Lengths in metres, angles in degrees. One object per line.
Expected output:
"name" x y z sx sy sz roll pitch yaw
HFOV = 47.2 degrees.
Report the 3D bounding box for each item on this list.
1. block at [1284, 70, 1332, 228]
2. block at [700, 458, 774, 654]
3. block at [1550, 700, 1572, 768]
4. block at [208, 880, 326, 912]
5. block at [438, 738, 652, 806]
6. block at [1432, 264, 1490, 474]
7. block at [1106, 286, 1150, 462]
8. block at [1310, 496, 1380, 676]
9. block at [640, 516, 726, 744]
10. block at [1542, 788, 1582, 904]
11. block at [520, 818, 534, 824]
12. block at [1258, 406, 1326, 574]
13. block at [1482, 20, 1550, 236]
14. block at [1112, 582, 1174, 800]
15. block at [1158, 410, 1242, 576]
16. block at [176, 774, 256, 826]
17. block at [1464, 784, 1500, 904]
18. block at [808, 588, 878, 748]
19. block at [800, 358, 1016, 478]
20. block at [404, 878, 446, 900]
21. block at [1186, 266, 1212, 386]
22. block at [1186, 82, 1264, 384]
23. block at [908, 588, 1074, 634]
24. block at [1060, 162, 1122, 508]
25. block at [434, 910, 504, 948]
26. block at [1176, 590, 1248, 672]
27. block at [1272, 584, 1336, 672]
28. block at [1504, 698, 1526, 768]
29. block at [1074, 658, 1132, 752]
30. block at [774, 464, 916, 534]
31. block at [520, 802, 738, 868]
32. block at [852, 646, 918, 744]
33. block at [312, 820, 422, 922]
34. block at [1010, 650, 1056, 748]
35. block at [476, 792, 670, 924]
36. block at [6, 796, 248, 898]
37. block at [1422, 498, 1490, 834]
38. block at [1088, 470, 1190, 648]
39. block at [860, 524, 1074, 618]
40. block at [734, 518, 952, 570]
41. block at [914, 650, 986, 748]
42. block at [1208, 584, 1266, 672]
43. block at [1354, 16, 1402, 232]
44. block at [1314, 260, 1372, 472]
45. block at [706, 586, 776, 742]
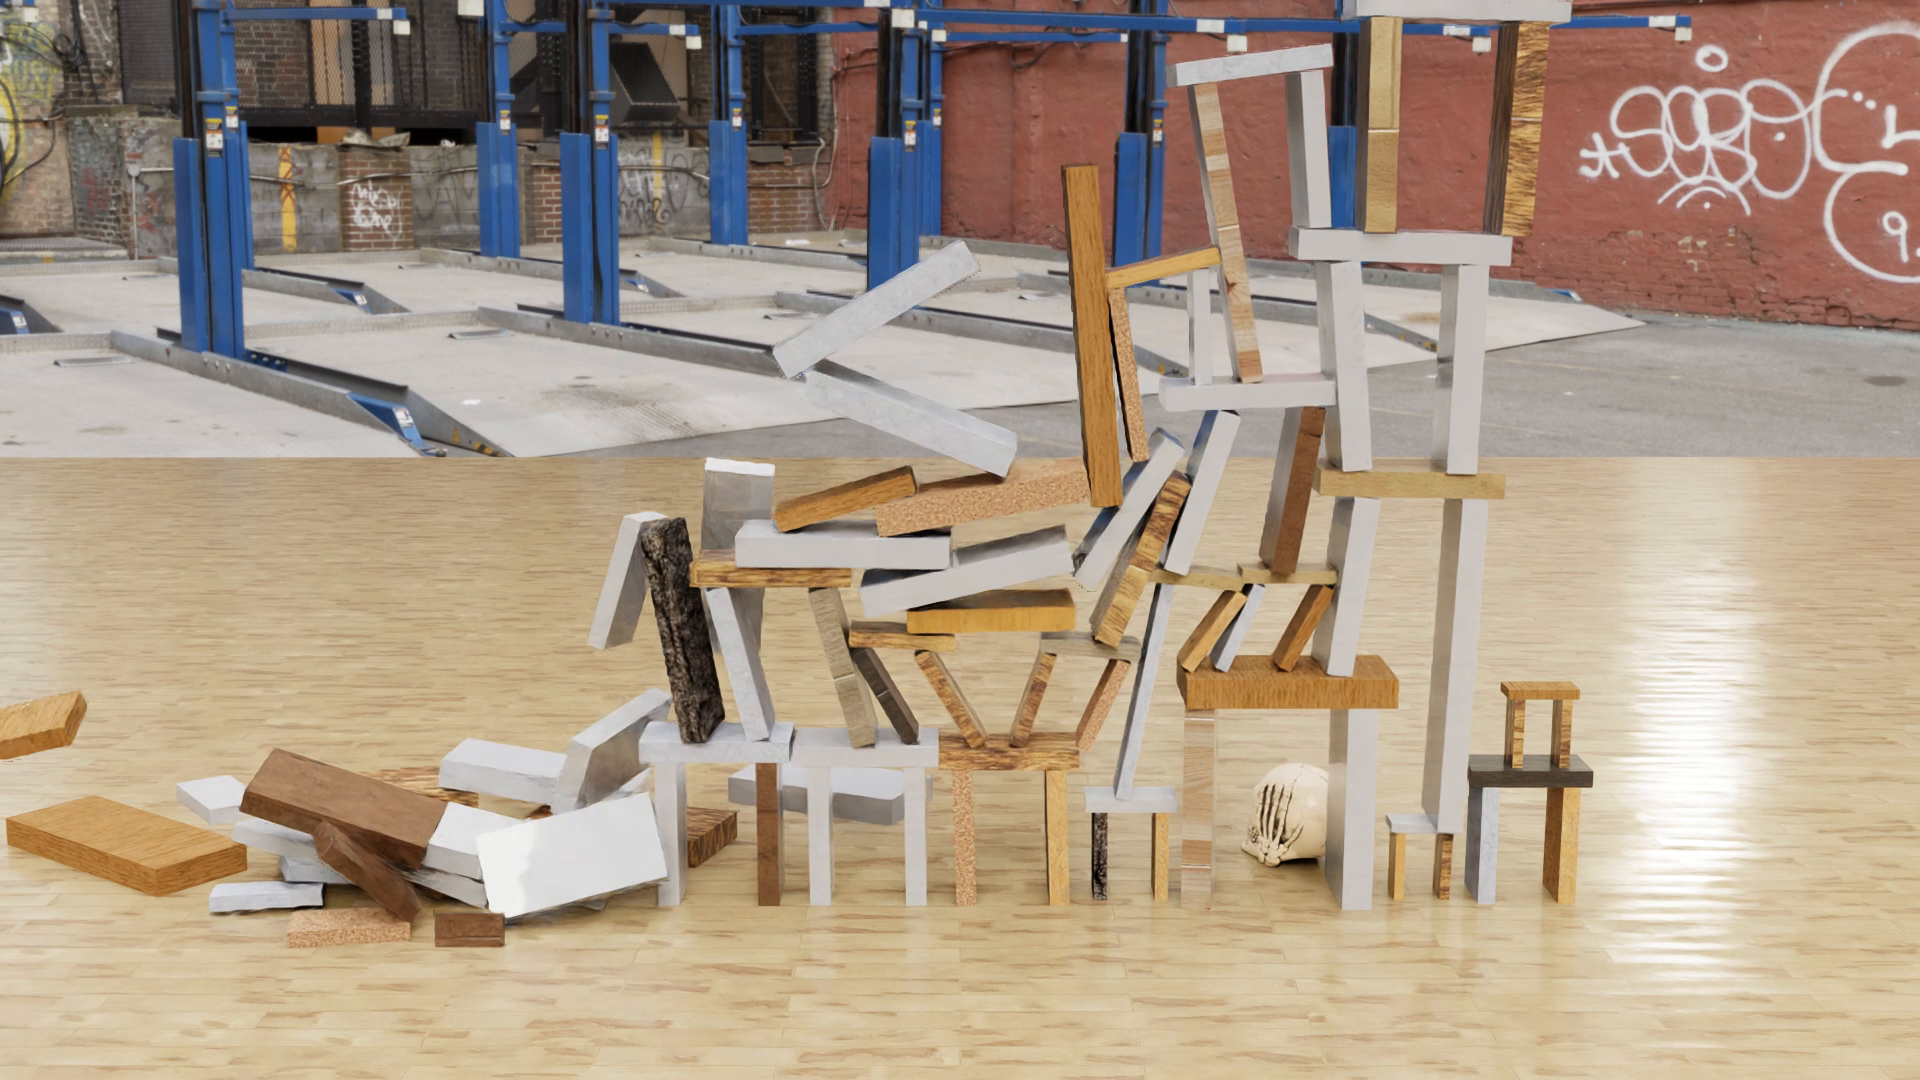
"block" 0.547 -0.615 3.459 0.034 0.241 0.121 -6 11 -3
"block" -0.384 0.036 3.729 0.112 0.400 0.032 6 38 -3
"block" 0.989 0.311 3.617 0.016 0.115 0.058 0 11 0
"block" -1.136 0.583 3.612 0.176 0.025 0.088 -2 4 -12
"block" -0.746 0.429 3.975 0.348 0.049 0.174 9 8 1
"block" 0.798 -0.279 3.511 0.046 0.327 0.163 2 10 3
"block" 0.265 -0.267 3.508 0.026 0.275 0.091 -9 10 1
"block" 0.627 0.063 3.581 0.041 0.291 0.145 7 10 -3
"block" -0.451 0.145 3.587 0.040 0.345 0.142 -9 9 9
"block" 0.999 0.492 3.652 0.028 0.198 0.099 0 11 0
"block" -0.685 0.497 3.649 0.105 0.015 0.053 22 20 14
"block" 0.535 -0.090 3.551 0.038 0.267 0.134 9 10 -3
"block" 0.867 -0.641 3.436 0.046 0.322 0.161 3 10 2
"block" 0.300 0.241 3.605 0.021 0.366 0.076 11 10 -2
"block" 0.383 -0.085 3.546 0.038 0.267 0.134 18 10 -3
"block" -1.393 0.488 4.139 0.103 0.029 0.205 -8 13 -35
"block" 0.867 0.492 3.652 0.028 0.198 0.099 0 11 0
"block" -0.190 0.195 3.594 0.036 0.266 0.128 -15 10 3
"block" -0.078 -0.198 3.529 0.344 0.049 0.172 21 11 -3
"block" -0.925 0.537 3.678 0.176 0.025 0.088 28 14 3
"block" 0.381 -0.343 3.501 0.026 0.182 0.091 -3 10 0
"block" 0.418 -0.485 3.473 0.034 0.468 0.121 -10 10 2
"block" 0.049 0.116 3.589 0.268 0.038 0.134 -1 12 -1
"block" 0.209 -0.329 3.502 0.049 0.531 0.172 -5 11 1
"block" -0.765 0.607 3.431 0.105 0.053 0.015 0 7 -1
"block" 0.410 0.142 3.589 0.021 0.151 0.076 35 8 -7
"block" 0.560 0.137 3.592 0.021 0.151 0.076 27 9 -6
"block" 0.912 0.311 3.617 0.016 0.115 0.058 0 11 0
"block" 0.233 0.262 3.605 0.023 0.161 0.081 24 9 -4
"block" -0.183 -0.067 3.541 0.225 0.032 0.113 -16 10 2
"block" -0.593 0.517 3.928 0.347 0.049 0.174 4 11 18
"block" -0.122 0.246 3.602 0.024 0.172 0.086 -30 9 5
"block" -0.931 0.521 3.453 0.186 0.026 0.093 45 -2 -29
"block" 0.120 0.253 3.604 0.023 0.161 0.081 19 10 -3
"block" -0.622 0.511 3.534 0.284 0.142 0.040 -14 -17 -6
"block" -1.462 0.531 3.849 0.459 0.049 0.174 8 13 36
"block" 0.808 0.193 3.598 0.041 0.550 0.145 2 10 1
"block" 0.290 0.024 3.570 0.038 0.288 0.134 23 9 -5
"block" 0.011 0.049 3.562 0.339 0.048 0.170 -13 9 3
"block" -0.184 0.006 3.553 0.339 0.048 0.170 1 10 1
"block" -0.016 0.251 3.603 0.024 0.179 0.086 -31 9 6
"block" 0.453 0.136 3.590 0.021 0.151 0.076 23 9 -6
"block" 0.651 -0.646 3.431 0.046 0.322 0.161 0 10 4
"block" 0.612 -0.284 3.514 0.046 0.327 0.163 -5 10 1
"block" -0.357 0.189 3.596 0.036 0.257 0.128 -14 10 3
